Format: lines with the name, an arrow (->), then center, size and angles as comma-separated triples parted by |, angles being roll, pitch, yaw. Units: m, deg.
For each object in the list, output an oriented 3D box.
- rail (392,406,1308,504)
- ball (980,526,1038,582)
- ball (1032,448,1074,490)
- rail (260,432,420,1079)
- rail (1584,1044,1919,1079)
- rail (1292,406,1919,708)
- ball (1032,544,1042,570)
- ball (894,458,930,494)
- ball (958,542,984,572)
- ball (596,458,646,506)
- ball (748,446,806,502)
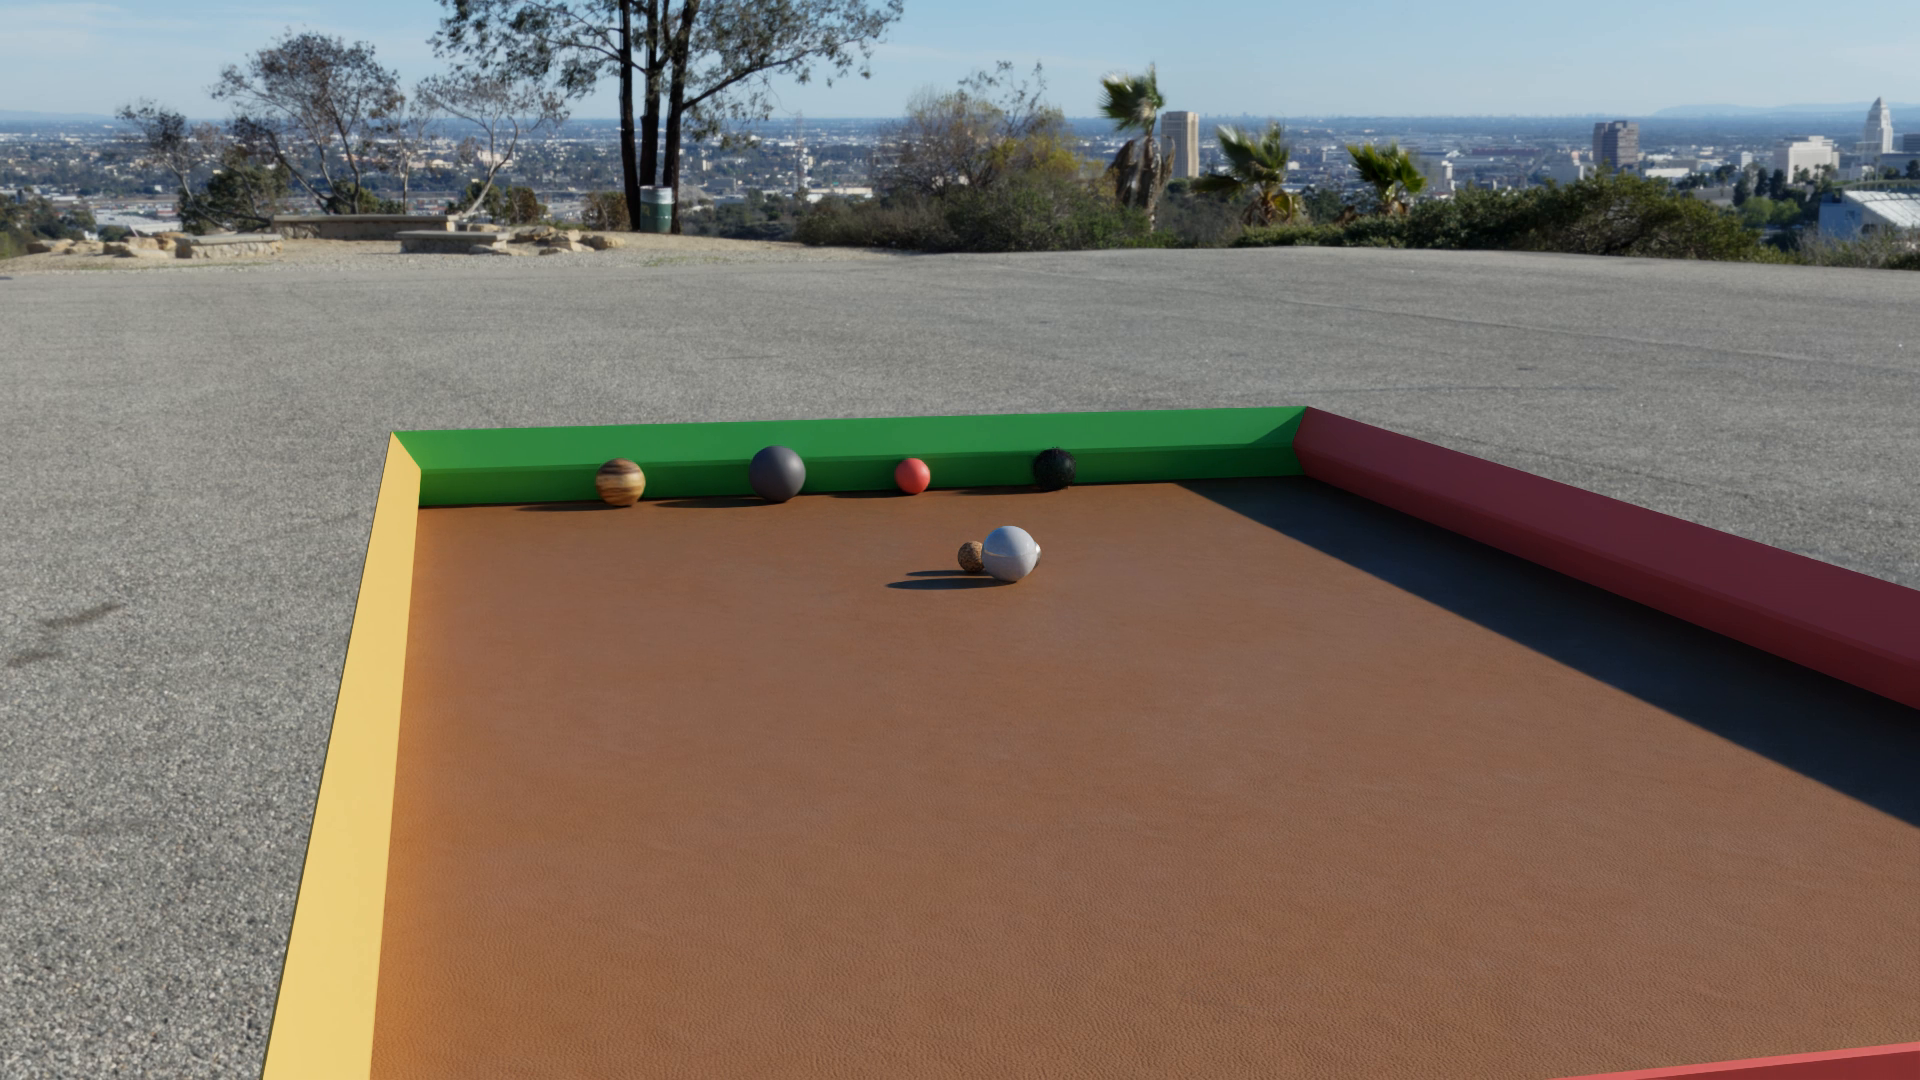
rail -> -0.147, -0.143, 3.722 | 1.581, 0.121, 0.045 | -2, 10, -13
ball -> 0.066, 0.019, 2.956 | 0.076, 0.076, 0.076 | 0, 10, 0
ball -> 0.159, -0.120, 3.745 | 0.072, 0.072, 0.072 | 0, 10, 0
rail -> -0.596, 0.117, 2.270 | 0.045, 0.121, 2.724 | -2, 10, -13
rail -> 0.451, 0.317, 1.154 | 1.581, 0.121, 0.045 | -2, 10, -13
rail -> 0.899, 0.057, 2.607 | 0.045, 0.121, 2.724 | -2, 10, -13
ball -> 0.089, 0.021, 3.028 | 0.047, 0.047, 0.047 | 0, 10, 0
ball -> -0.081, -0.107, 3.702 | 0.061, 0.061, 0.061 | 0, 10, 0
ball -> 0.018, 0.023, 3.024 | 0.043, 0.043, 0.043 | 0, 10, 0
ball -> -0.552, -0.094, 3.577 | 0.079, 0.079, 0.079 | 0, 10, 0
ball -> -0.301, -0.109, 3.622 | 0.093, 0.093, 0.093 | 0, 10, 0
